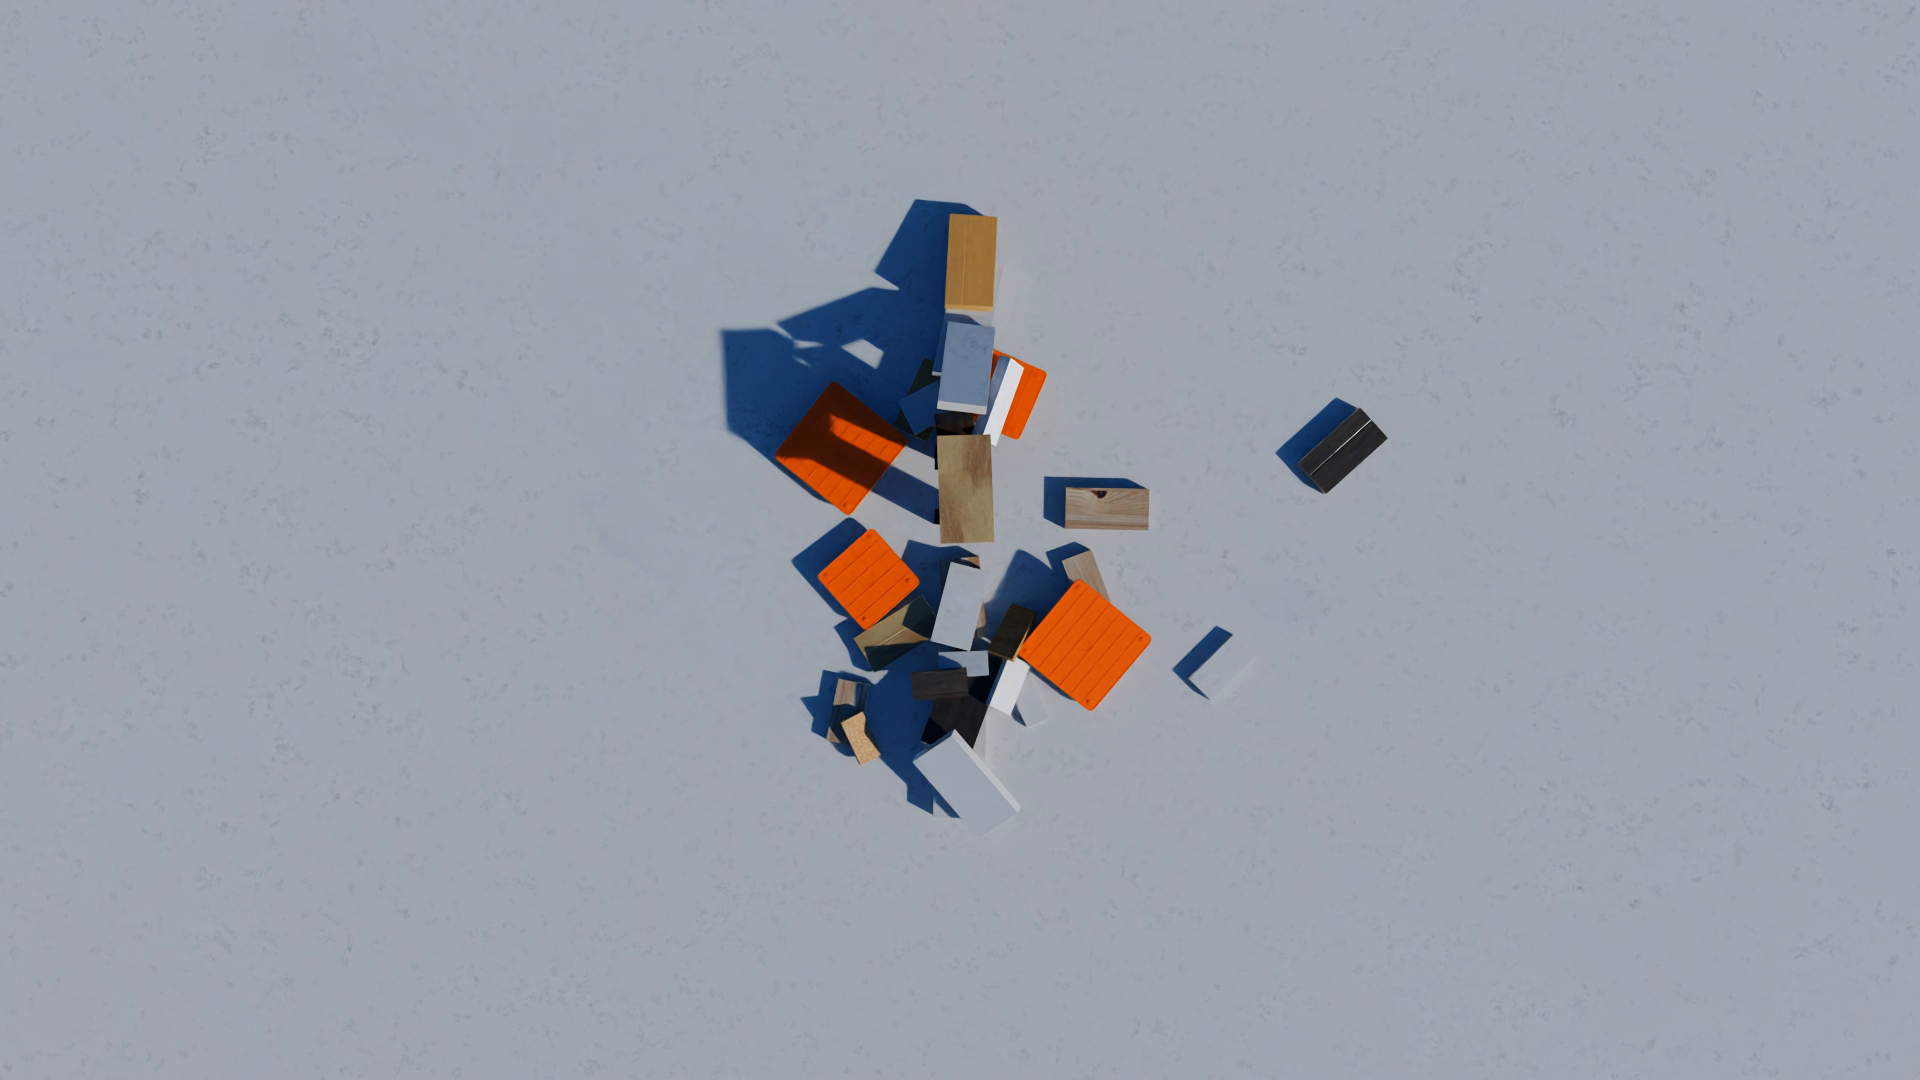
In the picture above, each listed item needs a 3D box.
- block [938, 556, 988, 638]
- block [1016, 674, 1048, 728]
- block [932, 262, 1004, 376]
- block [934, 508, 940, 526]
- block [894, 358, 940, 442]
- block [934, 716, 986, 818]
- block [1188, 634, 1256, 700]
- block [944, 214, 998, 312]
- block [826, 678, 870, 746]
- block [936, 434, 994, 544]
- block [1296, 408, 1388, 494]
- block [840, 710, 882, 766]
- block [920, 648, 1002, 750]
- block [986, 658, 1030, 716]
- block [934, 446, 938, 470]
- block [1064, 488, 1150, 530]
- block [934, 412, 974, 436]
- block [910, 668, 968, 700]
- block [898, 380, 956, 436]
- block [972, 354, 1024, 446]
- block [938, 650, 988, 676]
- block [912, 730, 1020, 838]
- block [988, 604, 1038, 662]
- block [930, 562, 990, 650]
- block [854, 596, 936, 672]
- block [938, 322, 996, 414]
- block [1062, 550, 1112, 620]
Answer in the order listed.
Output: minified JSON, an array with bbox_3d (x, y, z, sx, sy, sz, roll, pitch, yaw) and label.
[{"bbox_3d":[0.010,0.194,5.481,0.134,0.038,0.268,-6,90,0],"label":"block"},{"bbox_3d":[0.226,0.533,5.489,0.081,0.023,0.162,-24,90,0],"label":"block"},{"bbox_3d":[0.028,-0.727,5.435,0.157,0.044,0.413,12,78,0],"label":"block"},{"bbox_3d":[0.003,-0.068,5.333,0.167,0.335,0.047,4,90,0],"label":"block"},{"bbox_3d":[-0.113,-0.465,5.482,0.124,0.035,0.248,25,90,0],"label":"block"},{"bbox_3d":[-0.001,0.749,5.476,0.170,0.048,0.340,1,90,0],"label":"block"},{"bbox_3d":[0.870,0.423,5.485,0.209,0.030,0.104,-45,90,0],"label":"block"},{"bbox_3d":[0.036,-0.913,5.429,0.157,0.044,0.314,3,78,-2],"label":"block"},{"bbox_3d":[-0.373,0.573,5.485,0.104,0.030,0.209,11,90,0],"label":"block"},{"bbox_3d":[0.018,-0.158,5.140,0.167,0.047,0.335,-2,91,0],"label":"block"},{"bbox_3d":[1.270,-0.296,5.480,0.275,0.039,0.138,-42,90,0],"label":"block"},{"bbox_3d":[-0.329,0.656,5.461,0.081,0.023,0.162,-27,103,-16],"label":"block"},{"bbox_3d":[0.009,0.533,5.437,0.170,0.048,0.340,20,79,4],"label":"block"},{"bbox_3d":[0.158,0.476,5.434,0.091,0.026,0.183,30,76,-29],"label":"block"},{"bbox_3d":[0.003,-0.270,5.331,0.167,0.335,0.047,-1,98,0],"label":"block"},{"bbox_3d":[0.488,-0.103,5.480,0.275,0.039,0.138,1,90,0],"label":"block"},{"bbox_3d":[-0.015,-0.367,5.375,0.124,0.248,0.035,-8,78,0],"label":"block"},{"bbox_3d":[-0.066,0.471,5.397,0.183,0.026,0.091,-5,98,0],"label":"block"},{"bbox_3d":[-0.067,-0.458,5.440,0.248,0.035,0.124,-27,85,1],"label":"block"},{"bbox_3d":[0.124,-0.453,5.379,0.039,0.138,0.275,19,89,22],"label":"block"},{"bbox_3d":[0.012,0.408,5.427,0.162,0.023,0.081,-2,78,-1],"label":"block"},{"bbox_3d":[0.022,0.796,5.381,0.170,0.048,0.340,-36,100,22],"label":"block"},{"bbox_3d":[0.174,0.305,5.441,0.091,0.026,0.183,20,68,22],"label":"block"},{"bbox_3d":[0.001,0.219,5.436,0.134,0.038,0.268,15,87,0],"label":"block"},{"bbox_3d":[-0.203,0.312,5.481,0.268,0.038,0.134,-32,90,0],"label":"block"},{"bbox_3d":[0.021,-0.555,5.307,0.157,0.044,0.314,7,61,-1],"label":"block"},{"bbox_3d":[0.424,0.148,5.485,0.104,0.030,0.209,-20,90,0],"label":"block"}]
